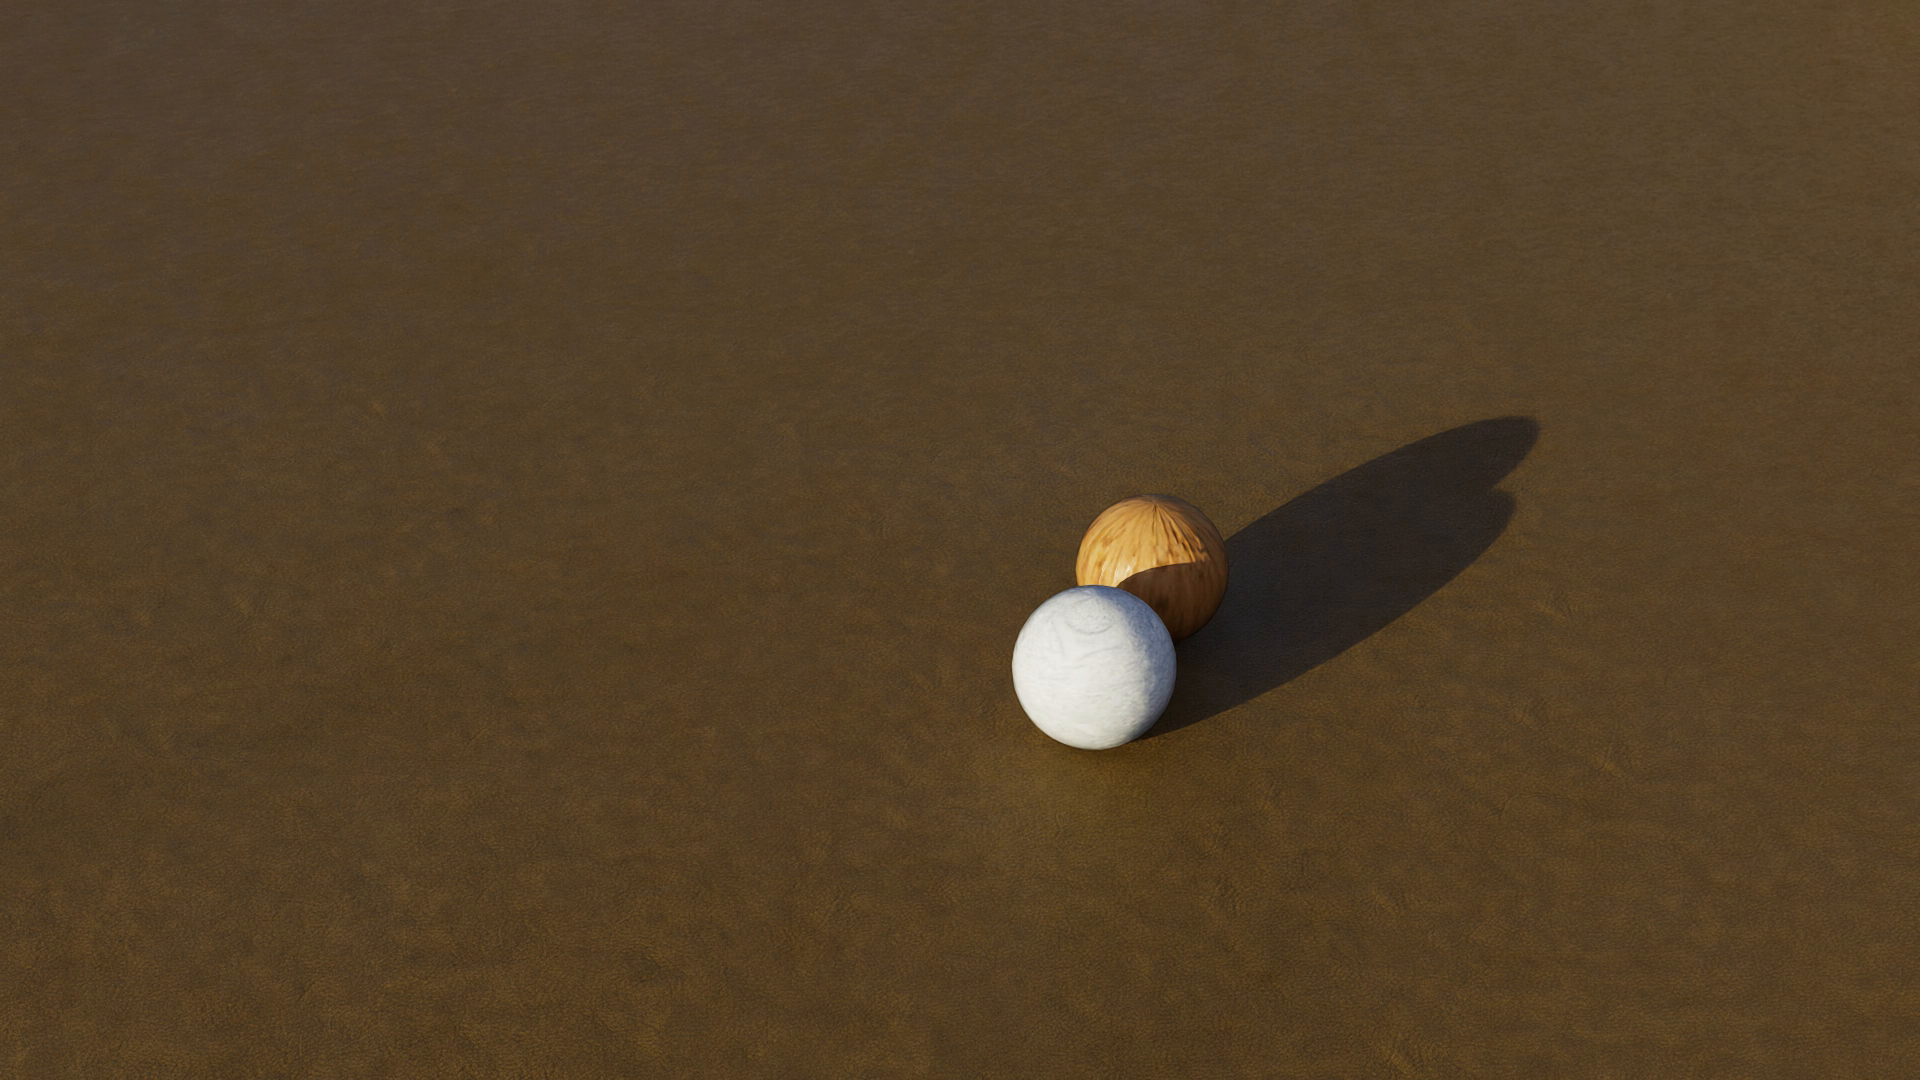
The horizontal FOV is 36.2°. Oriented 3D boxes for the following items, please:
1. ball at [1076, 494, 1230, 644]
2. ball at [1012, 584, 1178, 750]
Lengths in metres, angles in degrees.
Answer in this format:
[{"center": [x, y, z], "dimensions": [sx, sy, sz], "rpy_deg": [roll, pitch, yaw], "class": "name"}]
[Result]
[{"center": [0.110, 0.017, 1.682], "dimensions": [0.088, 0.088, 0.088], "rpy_deg": [0, 29, 0], "class": "ball"}, {"center": [0.073, 0.069, 1.589], "dimensions": [0.089, 0.089, 0.089], "rpy_deg": [0, 29, 0], "class": "ball"}]
